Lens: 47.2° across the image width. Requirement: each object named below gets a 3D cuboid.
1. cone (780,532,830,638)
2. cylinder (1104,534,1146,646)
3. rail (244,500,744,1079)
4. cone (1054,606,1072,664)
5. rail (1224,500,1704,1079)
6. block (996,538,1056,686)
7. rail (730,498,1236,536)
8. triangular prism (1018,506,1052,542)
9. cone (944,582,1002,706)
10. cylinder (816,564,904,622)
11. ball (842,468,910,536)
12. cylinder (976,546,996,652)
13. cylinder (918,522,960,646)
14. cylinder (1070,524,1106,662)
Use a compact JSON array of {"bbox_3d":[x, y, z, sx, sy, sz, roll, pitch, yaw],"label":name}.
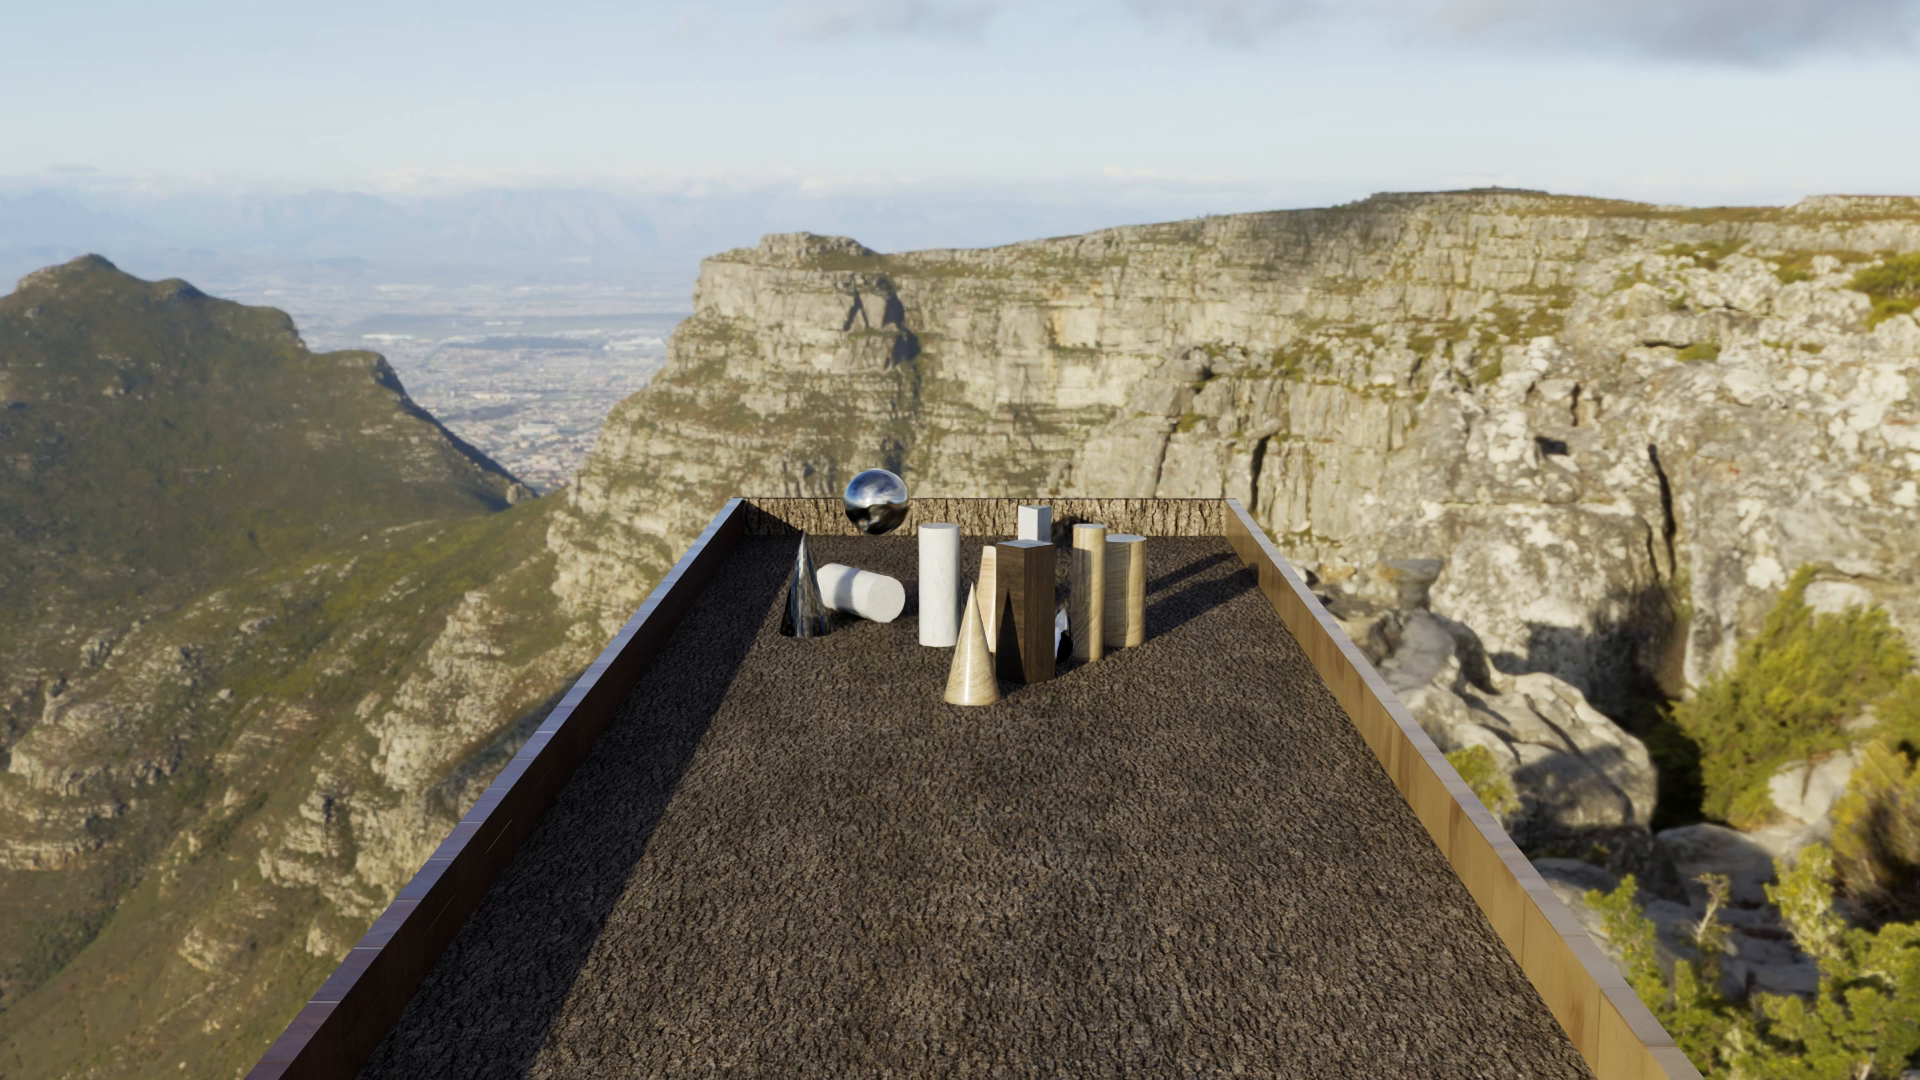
[{"bbox_3d":[-0.502,0.131,7.093,0.168,0.342,0.168,0,9,0],"label":"cone"},{"bbox_3d":[0.507,0.158,6.950,0.161,0.332,0.161,0,9,0],"label":"cylinder"},{"bbox_3d":[-1.004,0.839,3.234,0.050,0.150,12.000,0,9,1],"label":"rail"},{"bbox_3d":[0.307,0.265,6.782,0.117,0.117,0.357,1,18,9],"label":"cone"},{"bbox_3d":[1.046,0.843,3.208,0.050,0.150,12.000,0,9,1],"label":"rail"},{"bbox_3d":[0.190,0.208,6.411,0.123,0.402,0.123,-8,12,-40],"label":"block"},{"bbox_3d":[0.099,-0.098,9.147,2.100,0.150,0.050,0,9,1],"label":"rail"},{"bbox_3d":[0.249,0.110,6.931,0.089,0.434,0.103,-5,10,-31],"label":"triangular prism"},{"bbox_3d":[0.035,0.280,6.165,0.165,0.337,0.165,0,9,0],"label":"cone"},{"bbox_3d":[-0.343,0.176,7.403,0.154,0.154,0.332,-6,11,-35],"label":"cylinder"},{"bbox_3d":[-0.285,-0.129,7.492,0.228,0.228,0.228,0,9,0],"label":"ball"},{"bbox_3d":[0.121,0.184,6.764,0.145,0.316,0.145,8,-1,0],"label":"cylinder"},{"bbox_3d":[-0.064,0.140,6.933,0.130,0.373,0.130,0,9,0],"label":"cylinder"},{"bbox_3d":[0.390,0.159,6.695,0.102,0.408,0.102,1,9,0],"label":"cylinder"}]
